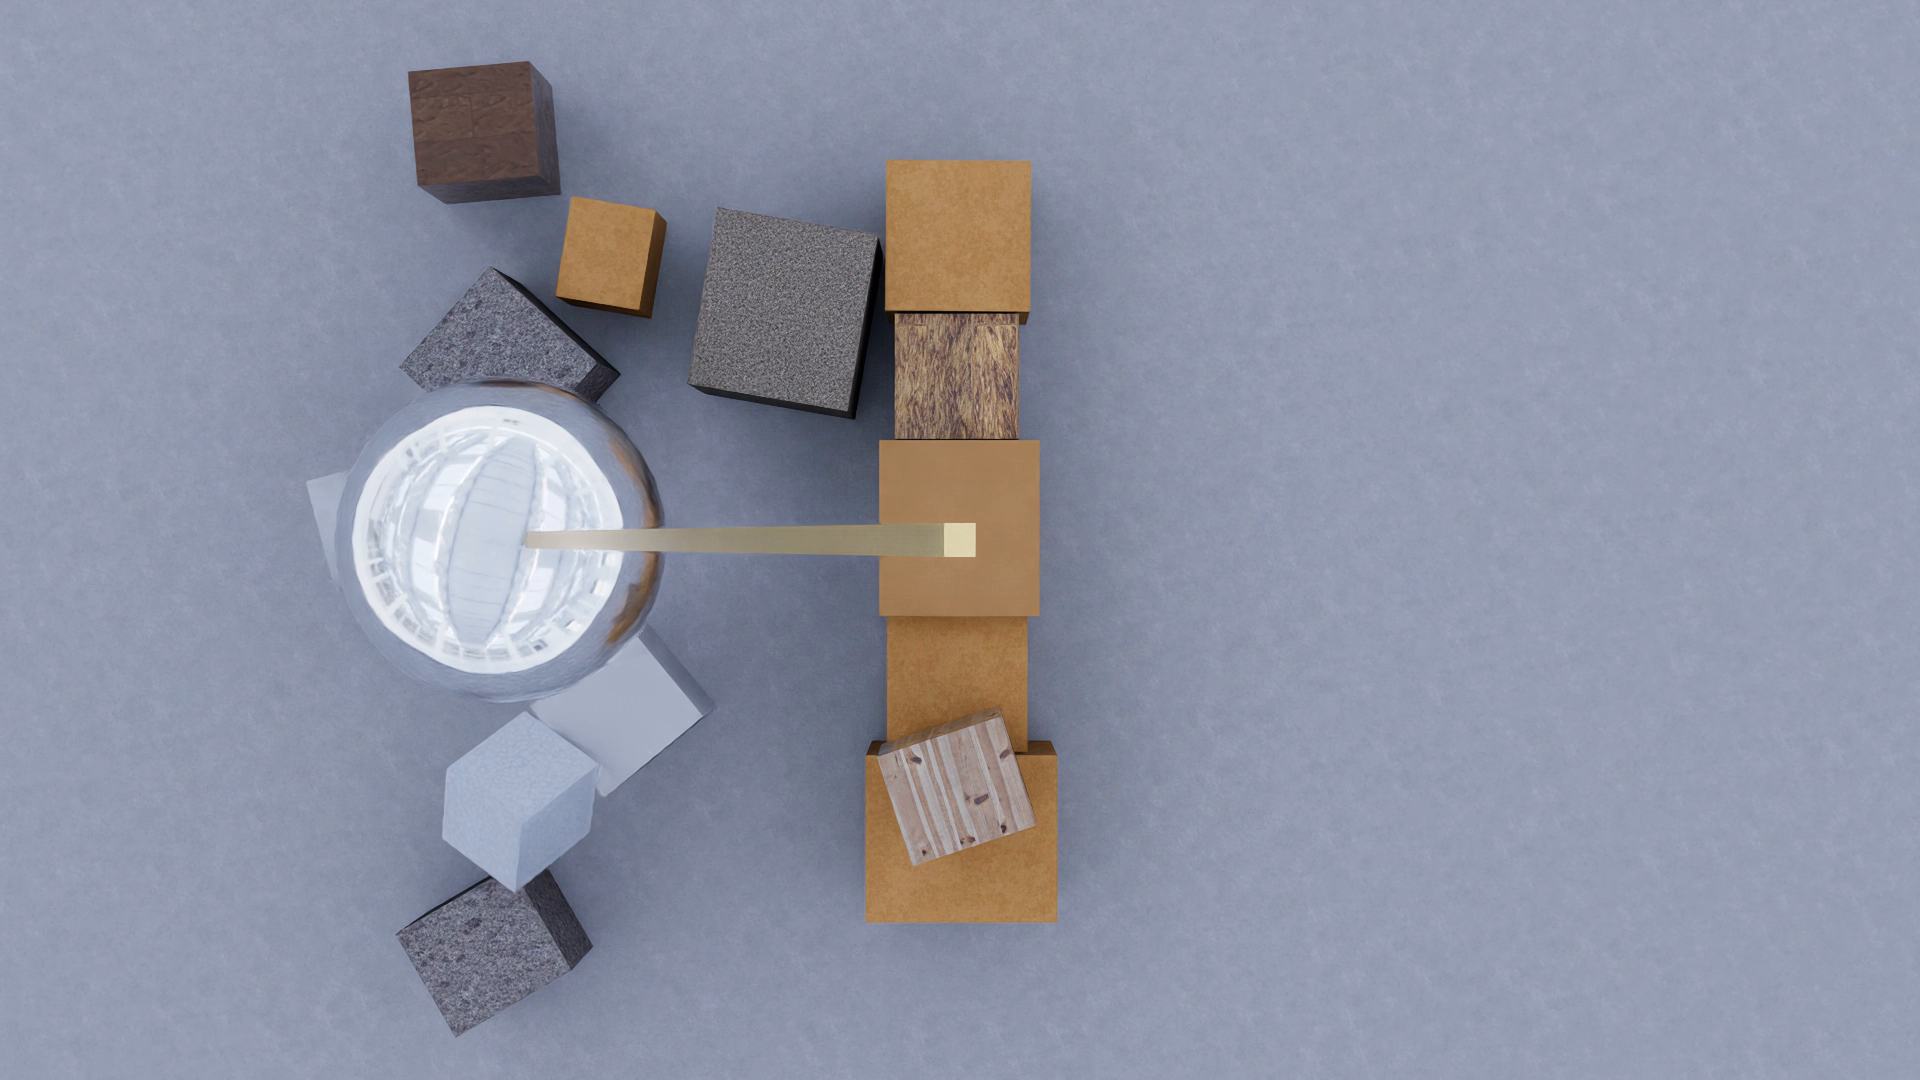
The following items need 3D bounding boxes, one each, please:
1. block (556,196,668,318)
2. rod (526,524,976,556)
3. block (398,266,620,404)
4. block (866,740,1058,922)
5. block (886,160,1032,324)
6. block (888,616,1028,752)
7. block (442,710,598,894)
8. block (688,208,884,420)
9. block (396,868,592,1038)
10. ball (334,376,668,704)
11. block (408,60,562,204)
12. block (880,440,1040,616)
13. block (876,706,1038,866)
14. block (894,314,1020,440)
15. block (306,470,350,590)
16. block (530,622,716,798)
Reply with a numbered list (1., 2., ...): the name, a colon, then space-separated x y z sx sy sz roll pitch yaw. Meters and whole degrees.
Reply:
1. block: -2.016 -1.631 12.750 0.483 0.501 0.577 10 90 0
2. rod: -0.971 0.000 7.635 0.080 5.200 0.080 0 90 -22
3. block: -2.552 -0.969 12.576 0.799 0.848 0.754 42 90 0
4. block: 0.008 1.648 12.559 1.057 0.882 0.922 0 90 0
5. block: -0.010 -1.694 12.618 0.806 0.763 0.838 1 90 0
6. block: -0.015 0.800 12.610 0.780 0.780 0.753 0 90 0
7. block: -2.449 1.454 12.237 0.553 0.606 0.596 32 134 19
8. block: -0.979 -1.273 12.560 0.897 0.880 0.988 10 90 0
9. block: -2.659 2.300 12.634 0.748 0.733 0.670 -30 90 0
10. ball: -2.241 0.000 10.789 1.600 1.600 1.600 0 90 0
11. block: -2.725 -2.333 12.660 0.685 0.680 0.644 -5 90 0
12. block: -0.003 -0.065 12.539 0.881 0.922 0.967 0 90 0
13. block: -0.015 1.301 11.758 0.683 0.720 0.594 -18 90 0
14. block: -0.017 -0.913 12.628 0.693 0.744 0.697 0 90 0
15. block: -3.321 -0.106 12.720 0.618 0.561 0.634 -15 90 0
16. block: -1.919 0.958 12.643 0.711 0.715 0.657 -39 90 0
